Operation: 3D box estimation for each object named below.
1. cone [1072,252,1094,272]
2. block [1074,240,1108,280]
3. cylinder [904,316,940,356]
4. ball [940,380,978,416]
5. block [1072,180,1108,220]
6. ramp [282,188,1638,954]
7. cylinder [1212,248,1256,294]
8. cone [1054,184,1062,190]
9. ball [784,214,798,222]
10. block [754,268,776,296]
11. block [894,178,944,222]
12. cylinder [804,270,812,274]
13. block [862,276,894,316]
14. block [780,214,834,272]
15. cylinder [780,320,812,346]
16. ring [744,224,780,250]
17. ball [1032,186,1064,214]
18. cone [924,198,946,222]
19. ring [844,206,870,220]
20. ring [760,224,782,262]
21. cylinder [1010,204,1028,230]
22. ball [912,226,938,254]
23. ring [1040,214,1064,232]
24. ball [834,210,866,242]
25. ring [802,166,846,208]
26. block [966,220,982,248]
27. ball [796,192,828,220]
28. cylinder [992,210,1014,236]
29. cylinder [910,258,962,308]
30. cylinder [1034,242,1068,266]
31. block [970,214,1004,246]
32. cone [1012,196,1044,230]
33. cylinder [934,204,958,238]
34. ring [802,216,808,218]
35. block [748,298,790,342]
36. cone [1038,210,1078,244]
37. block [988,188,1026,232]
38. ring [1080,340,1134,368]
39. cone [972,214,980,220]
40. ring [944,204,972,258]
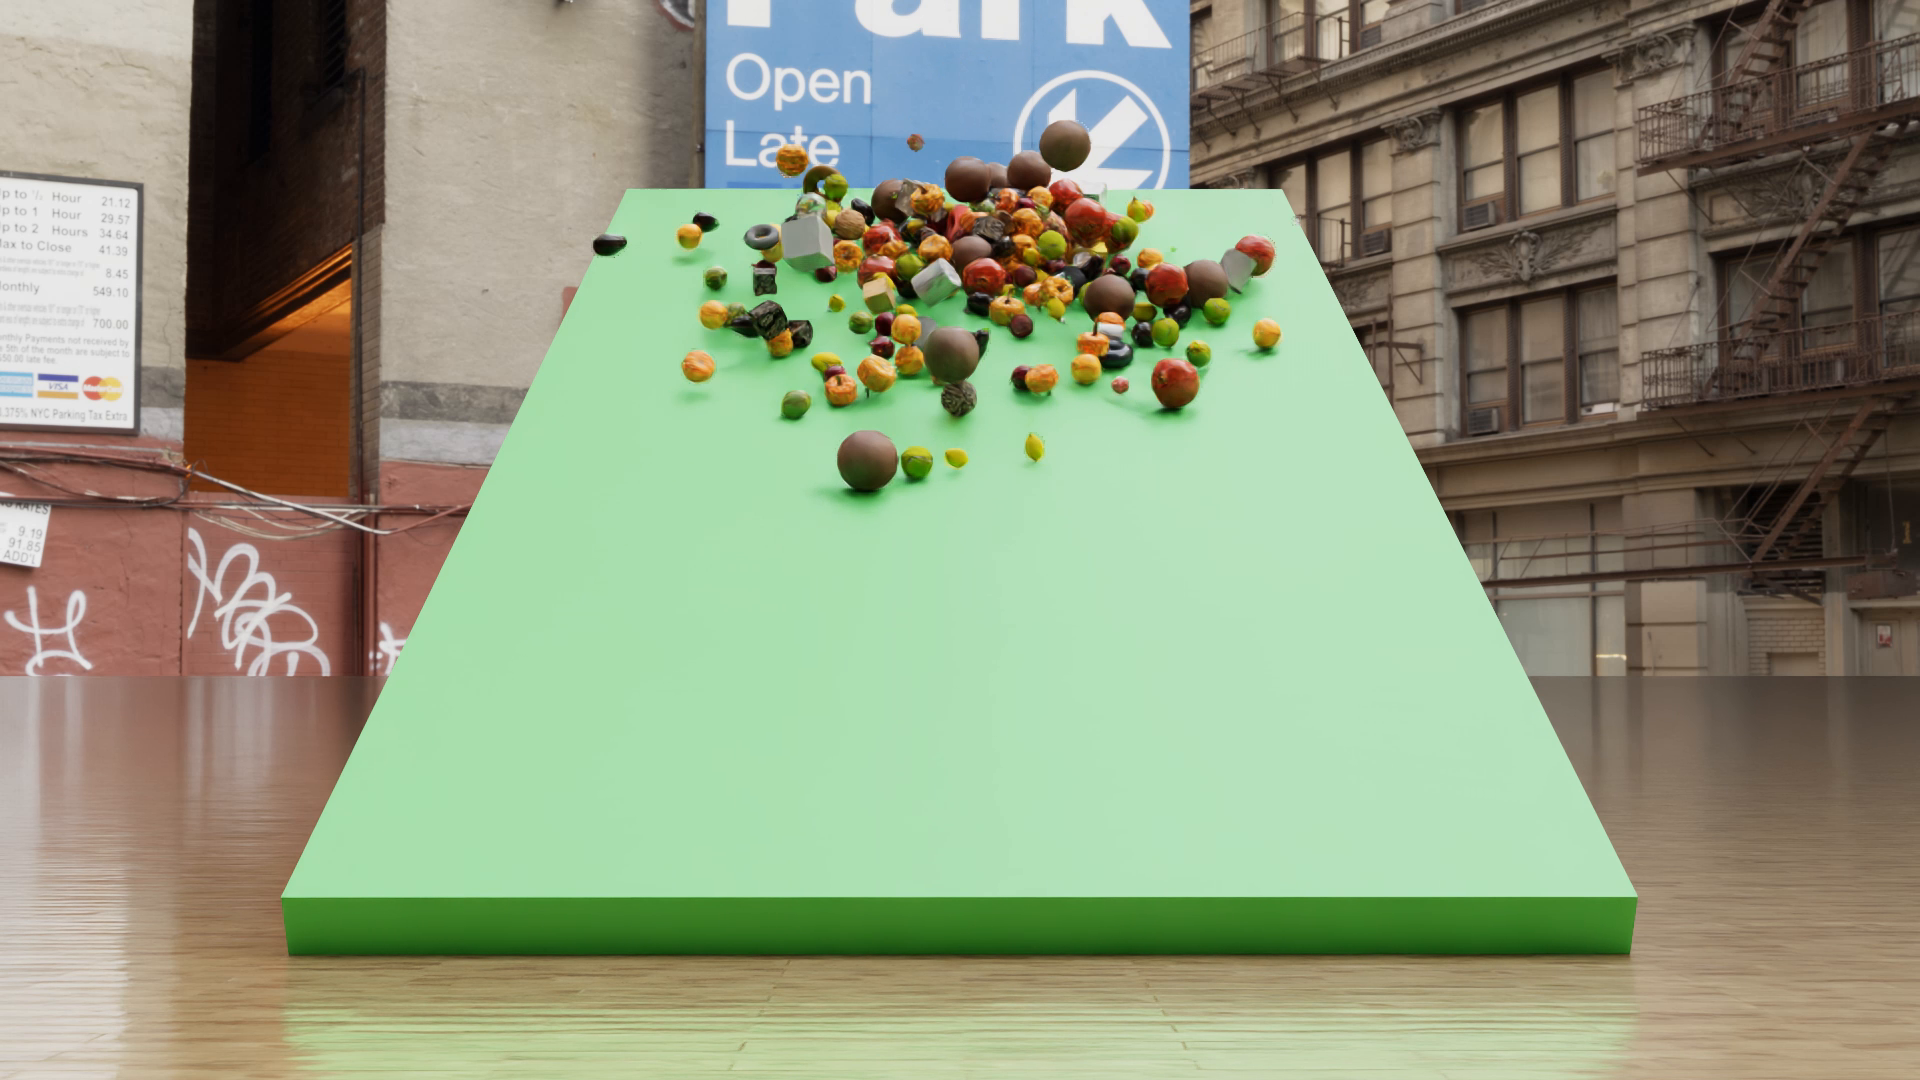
[{"bbox_3d":[0.329,-0.729,6.185,0.057,0.057,0.057,0,-29,5],"label":"cone"},{"bbox_3d":[0.350,-0.755,6.251,0.077,0.077,0.077,4,26,-4],"label":"block"},{"bbox_3d":[-0.092,-0.488,5.559,0.078,0.078,0.078,0,-11,-5],"label":"cylinder"},{"bbox_3d":[-0.002,-0.323,5.261,0.084,0.084,0.084,0,-3,0],"label":"ball"},{"bbox_3d":[0.380,-0.992,6.782,0.083,0.083,0.083,8,36,17],"label":"block"},{"bbox_3d":[-0.008,-0.227,5.272,2.000,0.100,4.000,0,24,0],"label":"ramp"},{"bbox_3d":[0.718,-0.706,6.083,0.087,0.087,0.087,29,-2,1],"label":"cylinder"},{"bbox_3d":[0.287,-1.045,6.932,0.053,0.053,0.053,38,-17,14],"label":"cone"},{"bbox_3d":[-0.455,-0.866,6.420,0.068,0.068,0.068,0,-3,0],"label":"ball"},{"bbox_3d":[-0.515,-0.682,6.116,0.058,0.058,0.058,-2,24,-6],"label":"block"},{"bbox_3d":[-0.112,-0.944,6.441,0.084,0.084,0.084,3,25,-41],"label":"block"},{"bbox_3d":[-0.401,-0.775,6.273,0.083,0.083,0.083,-33,9,-19],"label":"cylinder"},{"bbox_3d":[-0.206,-0.618,5.883,0.060,0.060,0.060,-18,-46,14],"label":"block"},{"bbox_3d":[-0.382,-0.742,5.815,0.100,0.100,0.100,-10,-15,15],"label":"block"},{"bbox_3d":[-0.403,-0.510,5.705,0.062,0.062,0.062,4,-2,16],"label":"cylinder"},{"bbox_3d":[-0.515,-0.786,6.025,0.094,0.094,0.031,0,-46,5],"label":"ring"},{"bbox_3d":[0.256,-0.989,6.771,0.092,0.092,0.092,0,-3,0],"label":"ball"},{"bbox_3d":[-0.082,-0.900,6.392,0.065,0.065,0.065,2,-10,-29],"label":"cone"},{"bbox_3d":[-0.304,-0.951,6.769,0.089,0.030,0.089,1,25,0],"label":"ring"},{"bbox_3d":[-0.497,-0.789,6.159,0.035,0.105,0.105,-3,0,-38],"label":"ring"},{"bbox_3d":[0.172,-0.902,6.484,0.065,0.065,0.065,1,3,-10],"label":"cylinder"},{"bbox_3d":[-0.092,-0.803,6.216,0.071,0.071,0.071,0,-3,0],"label":"ball"},{"bbox_3d":[0.249,-0.891,6.504,0.087,0.029,0.087,-11,29,6],"label":"ring"},{"bbox_3d":[-0.299,-0.854,6.294,0.088,0.088,0.088,0,-3,0],"label":"ball"},{"bbox_3d":[-0.396,-1.030,6.764,0.130,0.130,0.043,-1,24,15],"label":"ring"},{"bbox_3d":[0.032,-0.855,6.482,0.052,0.052,0.052,-3,-28,3],"label":"block"},{"bbox_3d":[-0.395,-0.879,6.160,0.086,0.086,0.086,0,-3,0],"label":"ball"},{"bbox_3d":[0.112,-0.860,6.290,0.063,0.063,0.063,0,15,0],"label":"cylinder"},{"bbox_3d":[-0.060,-0.656,5.911,0.092,0.092,0.092,-35,-16,19],"label":"cylinder"},{"bbox_3d":[0.248,-0.792,6.321,0.069,0.069,0.069,-31,13,-28],"label":"cylinder"},{"bbox_3d":[0.074,-0.827,6.201,0.057,0.057,0.057,24,-16,-33],"label":"block"},{"bbox_3d":[0.208,-0.916,6.391,0.091,0.091,0.091,31,23,-15],"label":"cone"},{"bbox_3d":[-0.034,-0.899,6.539,0.079,0.079,0.079,-18,9,3],"label":"cylinder"},{"bbox_3d":[-0.444,-0.914,6.690,0.078,0.026,0.078,1,24,-1],"label":"ring"},{"bbox_3d":[-0.458,-0.528,5.558,0.064,0.064,0.064,-34,33,-16],"label":"block"},{"bbox_3d":[0.276,-0.821,6.243,0.099,0.099,0.099,24,-1,5],"label":"cone"},{"bbox_3d":[0.133,-0.940,6.611,0.098,0.098,0.098,1,-7,-3],"label":"block"},{"bbox_3d":[0.355,-0.450,5.606,0.131,0.044,0.131,2,23,-1],"label":"ring"},{"bbox_3d":[0.065,-0.890,6.550,0.067,0.067,0.067,0,-3,9],"label":"cone"},{"bbox_3d":[-0.006,-0.851,6.399,0.050,0.150,0.150,11,-6,-16],"label":"ring"}]
